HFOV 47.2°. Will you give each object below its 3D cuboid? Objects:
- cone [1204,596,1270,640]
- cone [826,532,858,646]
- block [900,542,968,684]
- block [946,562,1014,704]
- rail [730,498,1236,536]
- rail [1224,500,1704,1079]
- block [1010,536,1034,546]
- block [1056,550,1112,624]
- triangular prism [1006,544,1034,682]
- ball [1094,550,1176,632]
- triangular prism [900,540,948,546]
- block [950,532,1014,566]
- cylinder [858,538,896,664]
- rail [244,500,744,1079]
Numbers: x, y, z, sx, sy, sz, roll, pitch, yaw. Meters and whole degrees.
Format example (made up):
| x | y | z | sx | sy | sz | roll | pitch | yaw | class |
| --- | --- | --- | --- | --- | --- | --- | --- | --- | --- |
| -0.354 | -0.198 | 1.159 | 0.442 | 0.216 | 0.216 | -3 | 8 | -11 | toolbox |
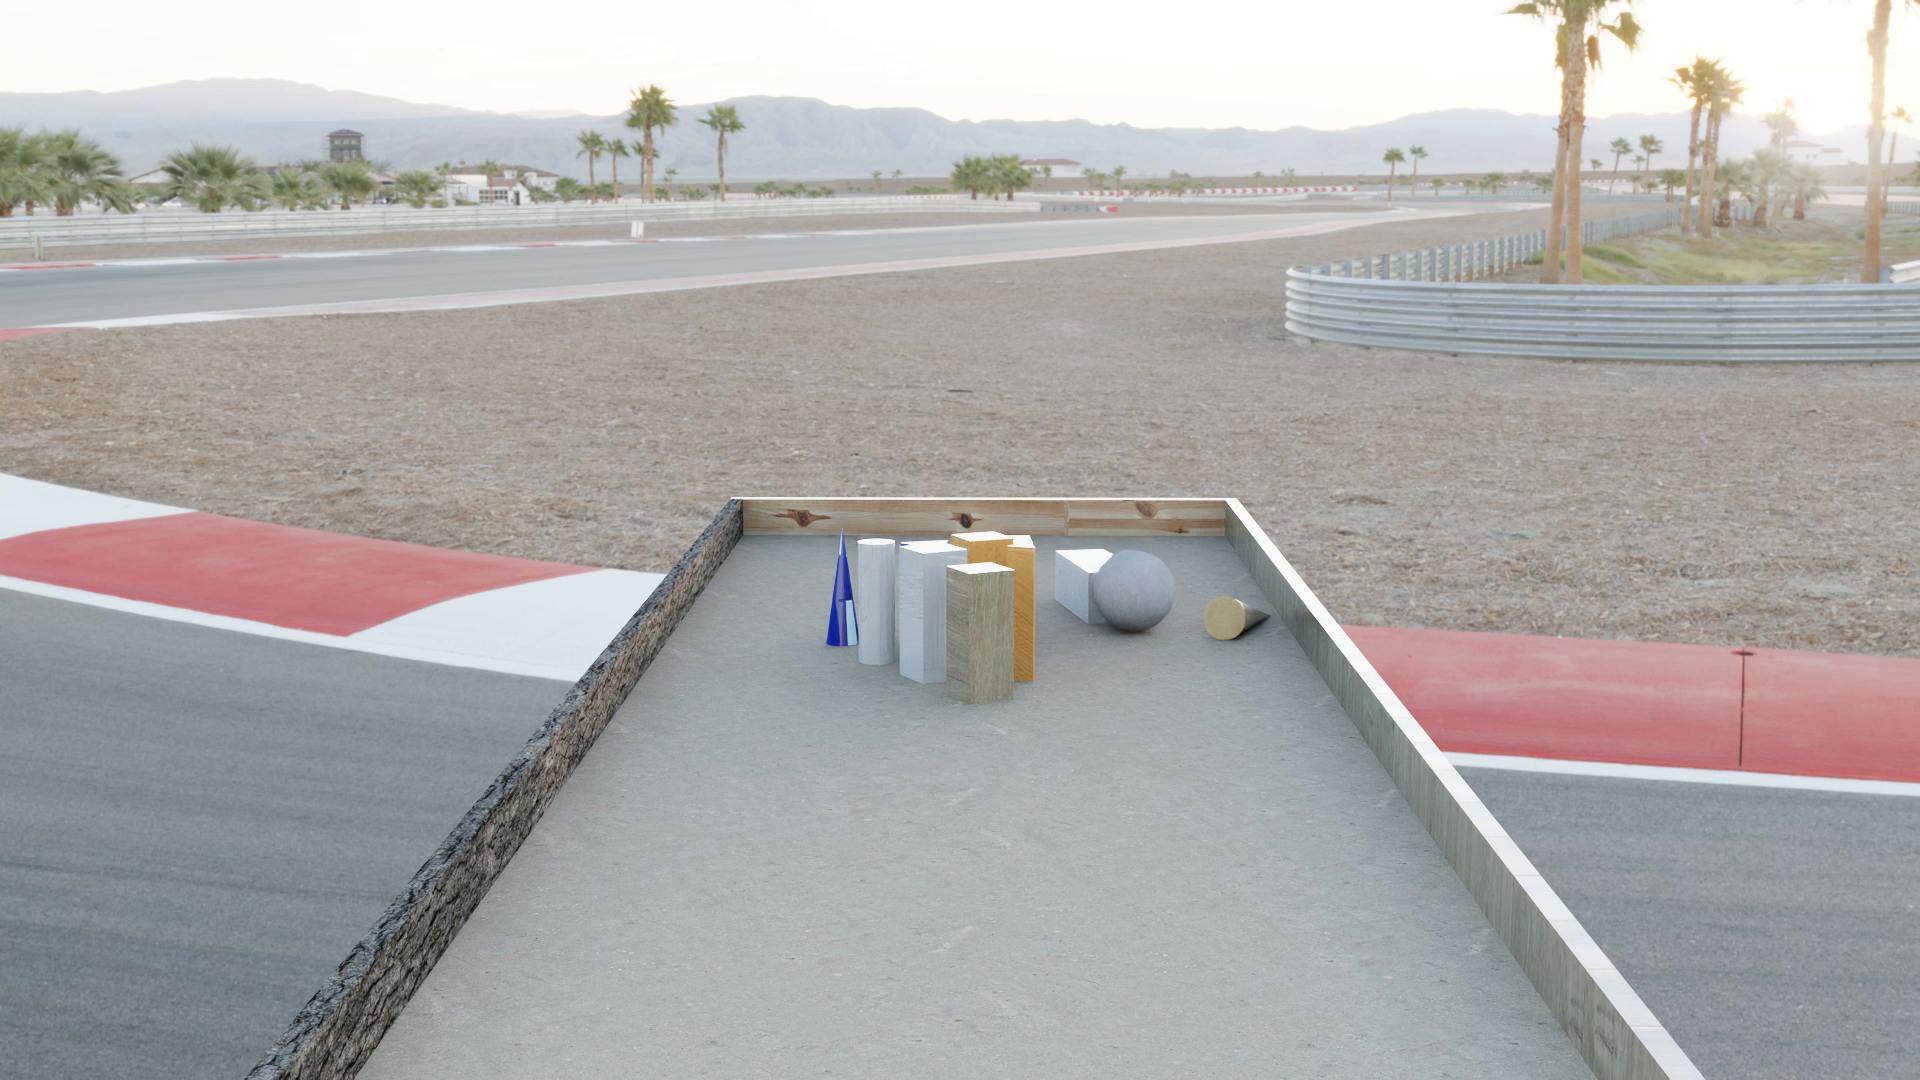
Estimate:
| x | y | z | sx | sy | sz | roll | pitch | yaw | class |
| --- | --- | --- | --- | --- | --- | --- | --- | --- | --- |
| 0.944 | 0.251 | 7.199 | 0.141 | 0.141 | 0.456 | 5 | 1 | 27 | cone |
| -0.369 | 0.144 | 6.927 | 0.108 | 0.367 | 0.108 | 0 | 9 | 0 | cone |
| -0.078 | 0.212 | 6.444 | 0.146 | 0.383 | 0.146 | -5 | 10 | -29 | block |
| 0.057 | 0.261 | 6.186 | 0.141 | 0.369 | 0.141 | -4 | 10 | -26 | block |
| 0.099 | -0.098 | 9.147 | 2.100 | 0.150 | 0.050 | 0 | 9 | 1 | rail |
| 1.046 | 0.843 | 3.208 | 0.050 | 0.150 | 12.000 | 0 | 9 | 1 | rail |
| 0.144 | 0.156 | 7.003 | 0.165 | 0.319 | 0.165 | 0 | 9 | -2 | block |
| 0.463 | 0.155 | 7.478 | 0.173 | 0.173 | 0.455 | -2 | 9 | -11 | block |
| 0.191 | 0.209 | 6.429 | 0.087 | 0.395 | 0.075 | 4 | 10 | 23 | triangular prism |
| 0.566 | 0.164 | 7.129 | 0.264 | 0.264 | 0.264 | 0 | 9 | 0 | ball |
| -0.086 | 0.167 | 6.939 | 0.151 | 0.319 | 0.131 | 9 | 12 | 43 | triangular prism |
| 0.067 | 0.179 | 6.650 | 0.143 | 0.385 | 0.143 | -4 | 10 | -23 | block |
| -0.253 | 0.186 | 6.661 | 0.111 | 0.367 | 0.111 | 0 | 9 | 0 | cylinder |
| -1.004 | 0.839 | 3.234 | 0.050 | 0.150 | 12.000 | 0 | 9 | 1 | rail |
